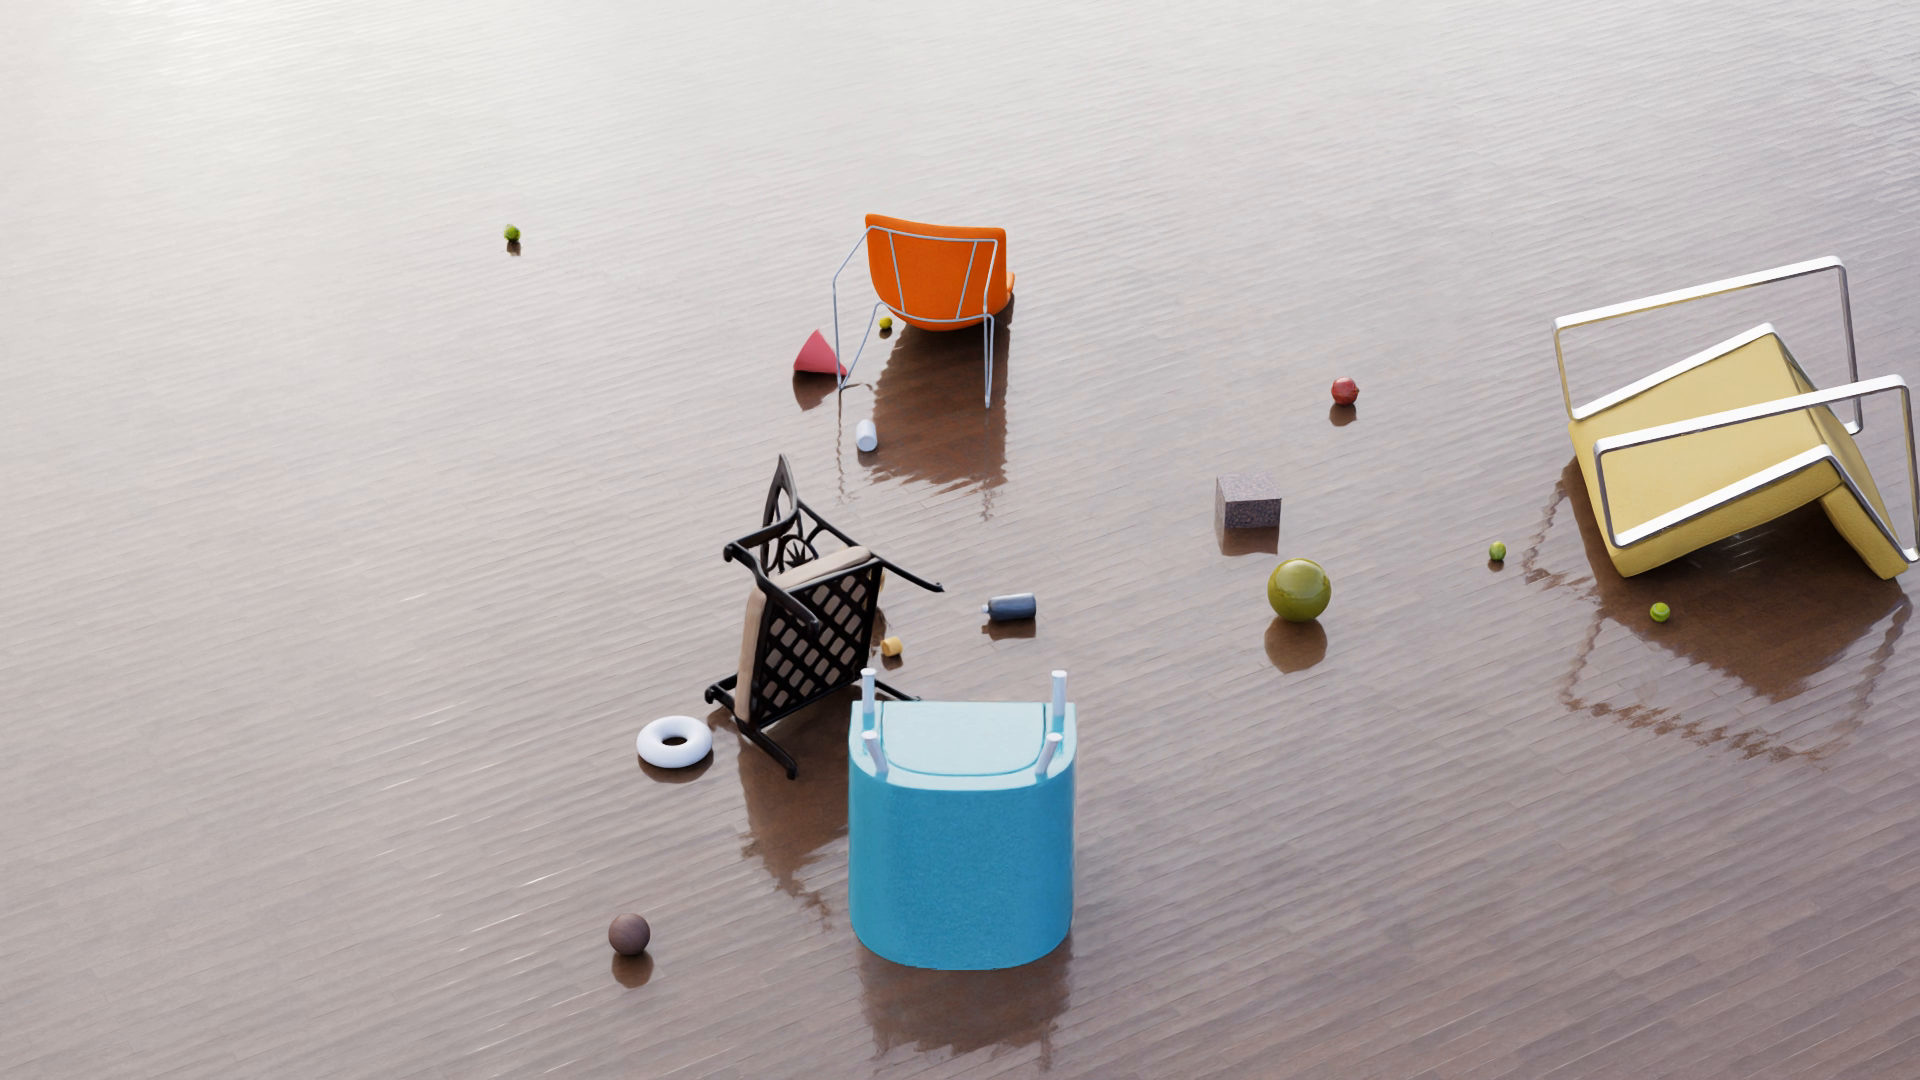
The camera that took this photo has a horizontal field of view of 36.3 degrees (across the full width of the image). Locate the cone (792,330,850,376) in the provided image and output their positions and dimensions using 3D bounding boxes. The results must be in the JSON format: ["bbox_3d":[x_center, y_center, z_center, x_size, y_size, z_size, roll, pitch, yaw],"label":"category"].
[{"bbox_3d":[-0.539,-0.722,11.963,0.217,0.184,0.229,30,23,2],"label":"cone"}]

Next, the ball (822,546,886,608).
[{"bbox_3d":[-0.380,0.131,10.540,0.226,0.226,0.226,0,33,0],"label":"ball"}]

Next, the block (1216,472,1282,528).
[{"bbox_3d":[1.087,-0.149,11.060,0.211,0.122,0.186,-3,34,-5],"label":"block"}]

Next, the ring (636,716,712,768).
[{"bbox_3d":[-0.959,0.678,9.856,0.258,0.067,0.256,-11,34,-14],"label":"ring"}]

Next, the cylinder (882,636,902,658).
[{"bbox_3d":[-0.241,0.375,10.320,0.050,0.060,0.074,-28,14,4],"label":"cylinder"}]

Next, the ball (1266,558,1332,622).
[{"bbox_3d":[1.211,0.179,10.464,0.230,0.230,0.230,0,33,0],"label":"ball"}]
